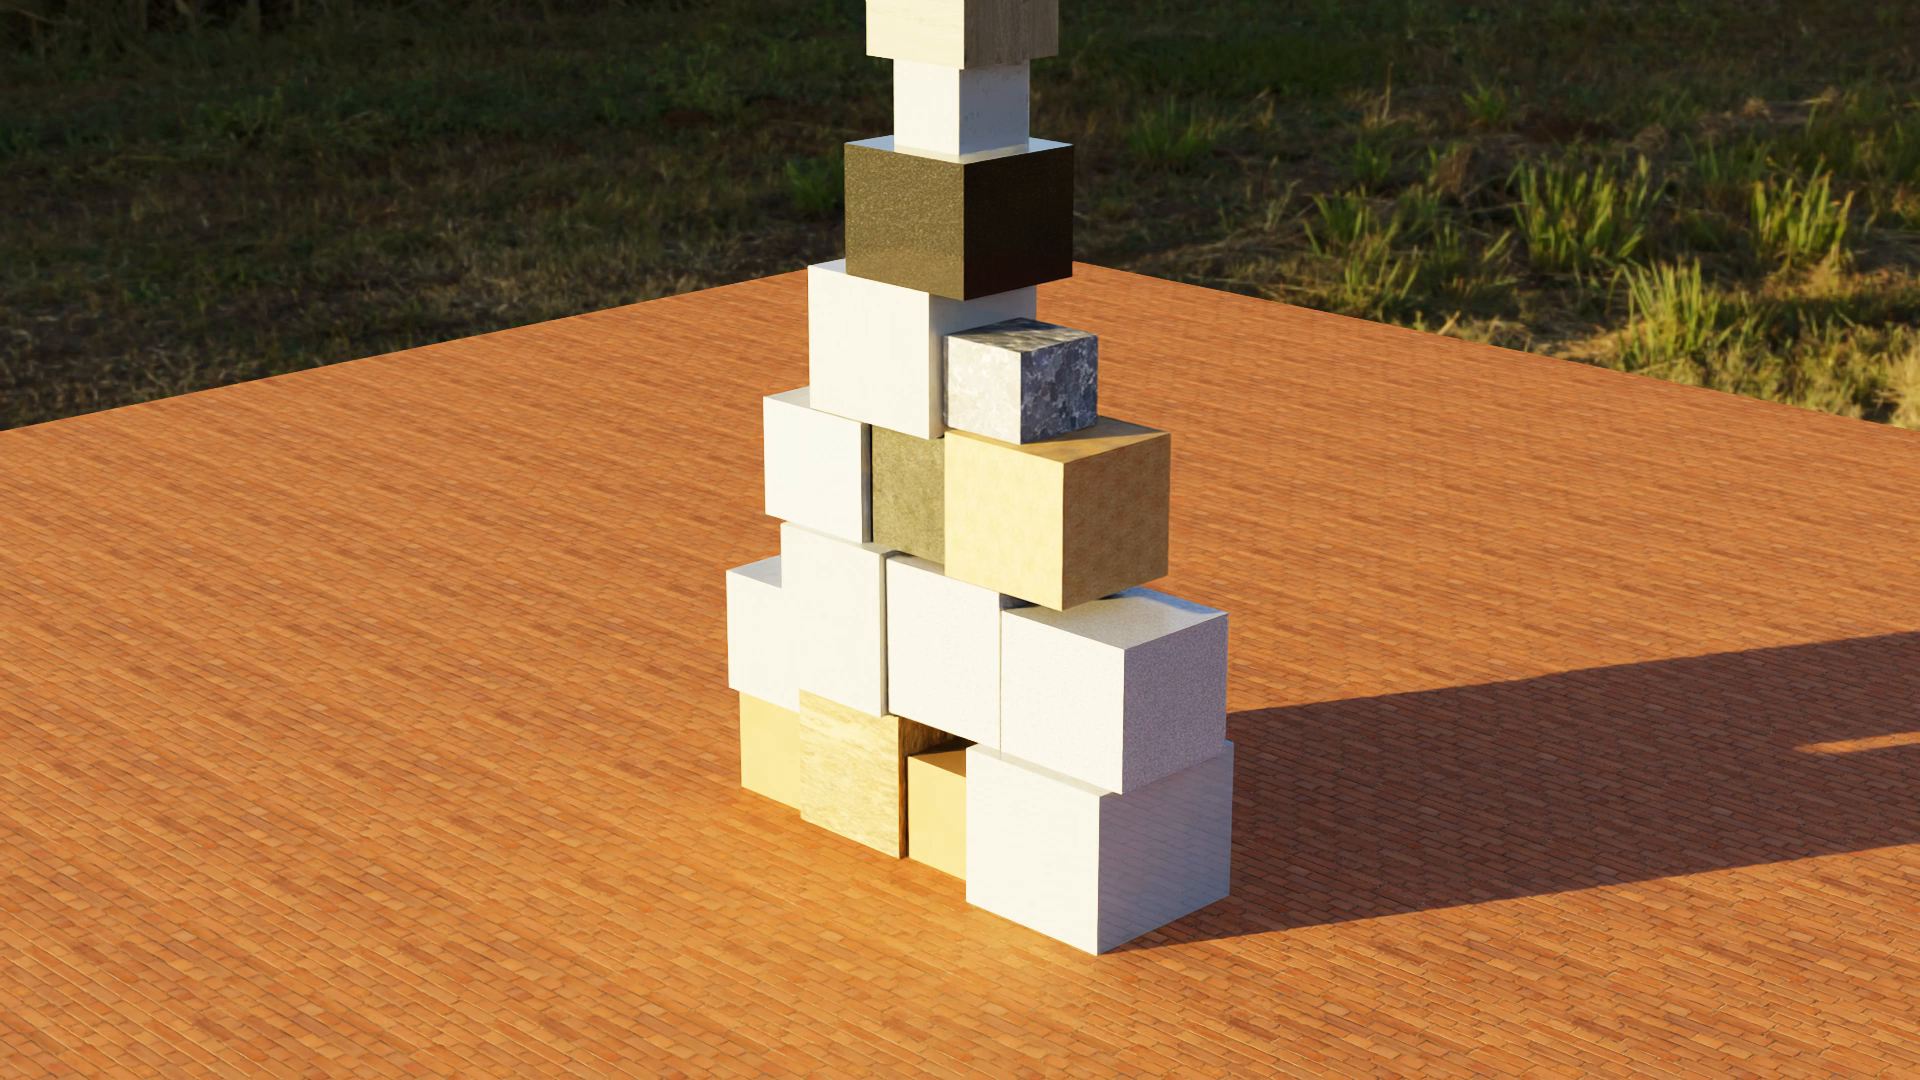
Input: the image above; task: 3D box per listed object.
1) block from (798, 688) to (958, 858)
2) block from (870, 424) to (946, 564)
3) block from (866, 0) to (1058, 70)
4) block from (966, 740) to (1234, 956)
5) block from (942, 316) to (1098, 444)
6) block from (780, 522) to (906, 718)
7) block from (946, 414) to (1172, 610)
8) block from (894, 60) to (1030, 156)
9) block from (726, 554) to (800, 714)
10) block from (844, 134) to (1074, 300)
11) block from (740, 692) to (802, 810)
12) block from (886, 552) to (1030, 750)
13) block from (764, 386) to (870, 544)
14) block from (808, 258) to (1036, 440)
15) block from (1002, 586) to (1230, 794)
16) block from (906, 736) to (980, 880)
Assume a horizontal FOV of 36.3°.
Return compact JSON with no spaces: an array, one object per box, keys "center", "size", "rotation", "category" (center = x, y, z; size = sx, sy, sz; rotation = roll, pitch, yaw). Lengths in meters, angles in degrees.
[{"center":[-0.292,1.004,13.974],"size":[0.655,0.706,0.677],"rotation":[-17,24,-42],"category":"block"},{"center":[-0.018,-0.272,13.271],"size":[0.564,0.578,0.530],"rotation":[-17,24,-42],"category":"block"},{"center":[0.012,-2.379,12.600],"size":[0.580,0.589,0.589],"rotation":[-17,24,-42],"category":"block"},{"center":[0.623,1.262,13.098],"size":[0.888,0.738,0.793],"rotation":[-17,24,-42],"category":"block"},{"center":[0.264,-0.702,12.831],"size":[0.490,0.403,0.467],"rotation":[-17,24,-42],"category":"block"},{"center":[-0.335,0.290,13.756],"size":[0.744,0.786,0.661],"rotation":[-17,24,-42],"category":"block"},{"center":[0.427,-0.157,12.859],"size":[0.689,0.653,0.702],"rotation":[-17,24,-42],"category":"block"},{"center":[0.009,-1.915,12.744],"size":[0.436,0.384,0.395],"rotation":[-17,24,-42],"category":"block"},{"center":[-0.749,0.430,14.259],"size":[0.551,0.601,0.522],"rotation":[-17,24,-42],"category":"block"},{"center":[-0.005,-1.448,12.878],"size":[0.680,0.587,0.738],"rotation":[-17,24,-42],"category":"block"},{"center":[-0.719,0.969,14.403],"size":[0.513,0.515,0.501],"rotation":[-17,24,-42],"category":"block"},{"center":[0.180,0.428,13.314],"size":[0.736,0.728,0.710],"rotation":[-17,23,-42],"category":"block"},{"center":[-0.449,-0.393,13.676],"size":[0.652,0.566,0.656],"rotation":[-17,24,-42],"category":"block"},{"center":[-0.169,-0.907,13.231],"size":[0.678,0.658,0.771],"rotation":[-17,24,-42],"category":"block"},{"center":[0.674,0.622,12.818],"size":[0.681,0.650,0.712],"rotation":[-17,24,-42],"category":"block"},{"center":[0.142,1.232,13.585],"size":[0.556,0.504,0.538],"rotation":[-17,24,-42],"category":"block"}]
